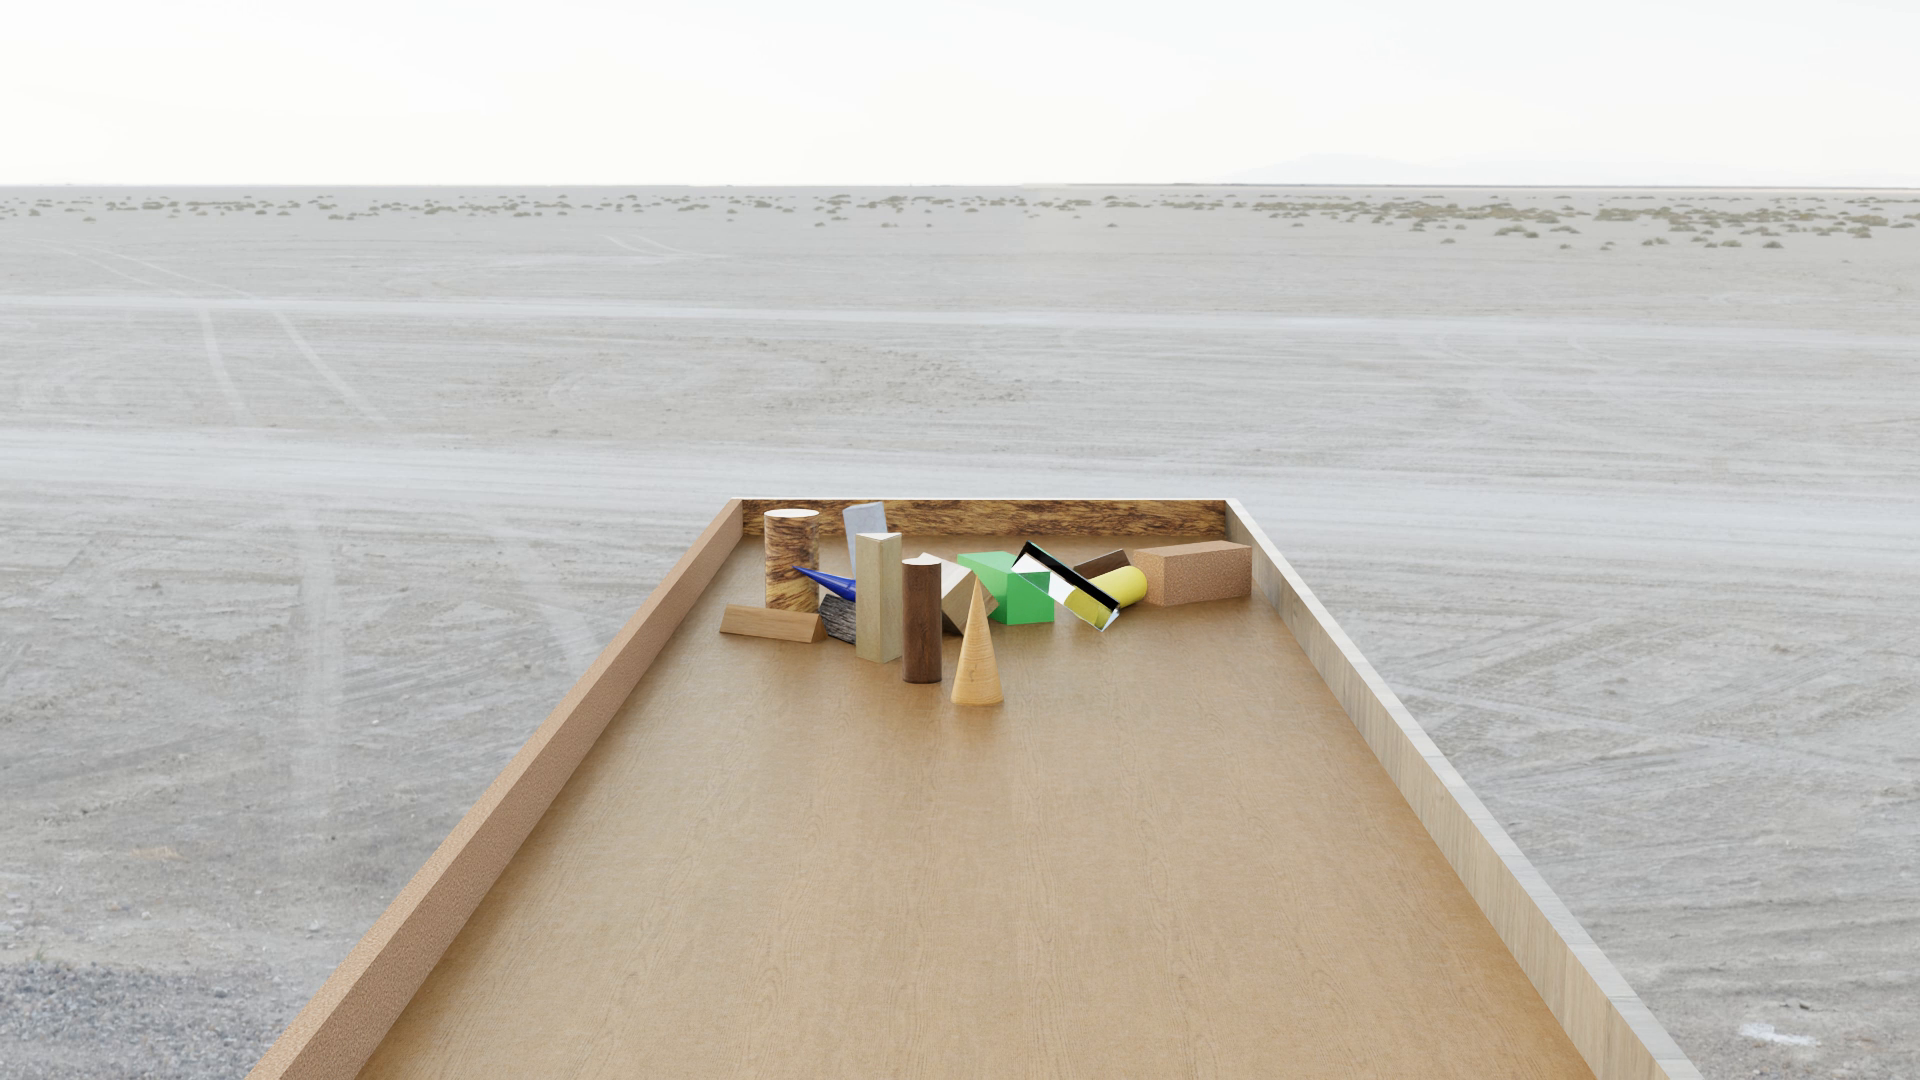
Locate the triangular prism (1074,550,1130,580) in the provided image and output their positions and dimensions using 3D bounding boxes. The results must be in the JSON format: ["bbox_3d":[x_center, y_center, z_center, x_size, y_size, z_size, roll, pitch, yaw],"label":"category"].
[{"bbox_3d":[0.504,0.112,7.959,0.118,0.102,0.414,4,10,27],"label":"triangular prism"}]

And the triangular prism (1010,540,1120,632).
[{"bbox_3d":[0.356,0.135,7.183,0.369,0.100,0.115,34,45,16],"label":"triangular prism"}]

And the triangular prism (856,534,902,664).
[{"bbox_3d":[-0.228,0.172,6.711,0.120,0.380,0.139,-6,11,-35],"label":"triangular prism"}]

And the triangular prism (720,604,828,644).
[{"bbox_3d":[-0.600,0.263,7.061,0.357,0.086,0.099,5,10,30],"label":"triangular prism"}]

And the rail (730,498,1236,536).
[{"bbox_3d":[0.099,-0.098,9.147,2.100,0.150,0.050,0,9,1],"label":"rail"}]

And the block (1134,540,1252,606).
[{"bbox_3d":[0.820,0.114,7.739,0.396,0.172,0.172,-6,11,-33],"label":"block"}]

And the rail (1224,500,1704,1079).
[{"bbox_3d":[1.046,0.843,3.208,0.050,0.150,12.000,0,9,1],"label":"rail"}]

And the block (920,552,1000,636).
[{"bbox_3d":[-0.051,0.177,7.188,0.156,0.156,0.371,-44,24,-13],"label":"block"}]

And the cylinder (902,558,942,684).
[{"bbox_3d":[-0.111,0.235,6.404,0.116,0.351,0.116,0,9,0],"label":"cylinder"}]

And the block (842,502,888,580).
[{"bbox_3d":[-0.287,0.081,7.197,0.107,0.393,0.107,-8,6,15],"label":"block"}]

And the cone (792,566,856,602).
[{"bbox_3d":[-0.356,0.161,7.100,0.431,0.143,0.143,22,13,9],"label":"cone"}]

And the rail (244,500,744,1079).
[{"bbox_3d":[-1.004,0.839,3.234,0.050,0.150,12.000,0,9,1],"label":"rail"}]

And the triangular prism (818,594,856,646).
[{"bbox_3d":[-0.347,0.252,7.048,0.128,0.111,0.341,-6,11,-30],"label":"triangular prism"}]

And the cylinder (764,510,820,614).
[{"bbox_3d":[-0.551,0.095,7.224,0.178,0.371,0.178,0,9,0],"label":"cylinder"}]

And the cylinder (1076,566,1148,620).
[{"bbox_3d":[0.506,0.179,7.463,0.130,0.130,0.358,5,10,27],"label":"cylinder"}]

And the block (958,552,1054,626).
[{"bbox_3d":[0.153,0.160,7.452,0.172,0.172,0.418,-4,10,-23],"label":"block"}]

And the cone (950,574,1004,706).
[{"bbox_3d":[0.048,0.270,6.143,0.152,0.365,0.152,0,9,0],"label":"cone"}]
